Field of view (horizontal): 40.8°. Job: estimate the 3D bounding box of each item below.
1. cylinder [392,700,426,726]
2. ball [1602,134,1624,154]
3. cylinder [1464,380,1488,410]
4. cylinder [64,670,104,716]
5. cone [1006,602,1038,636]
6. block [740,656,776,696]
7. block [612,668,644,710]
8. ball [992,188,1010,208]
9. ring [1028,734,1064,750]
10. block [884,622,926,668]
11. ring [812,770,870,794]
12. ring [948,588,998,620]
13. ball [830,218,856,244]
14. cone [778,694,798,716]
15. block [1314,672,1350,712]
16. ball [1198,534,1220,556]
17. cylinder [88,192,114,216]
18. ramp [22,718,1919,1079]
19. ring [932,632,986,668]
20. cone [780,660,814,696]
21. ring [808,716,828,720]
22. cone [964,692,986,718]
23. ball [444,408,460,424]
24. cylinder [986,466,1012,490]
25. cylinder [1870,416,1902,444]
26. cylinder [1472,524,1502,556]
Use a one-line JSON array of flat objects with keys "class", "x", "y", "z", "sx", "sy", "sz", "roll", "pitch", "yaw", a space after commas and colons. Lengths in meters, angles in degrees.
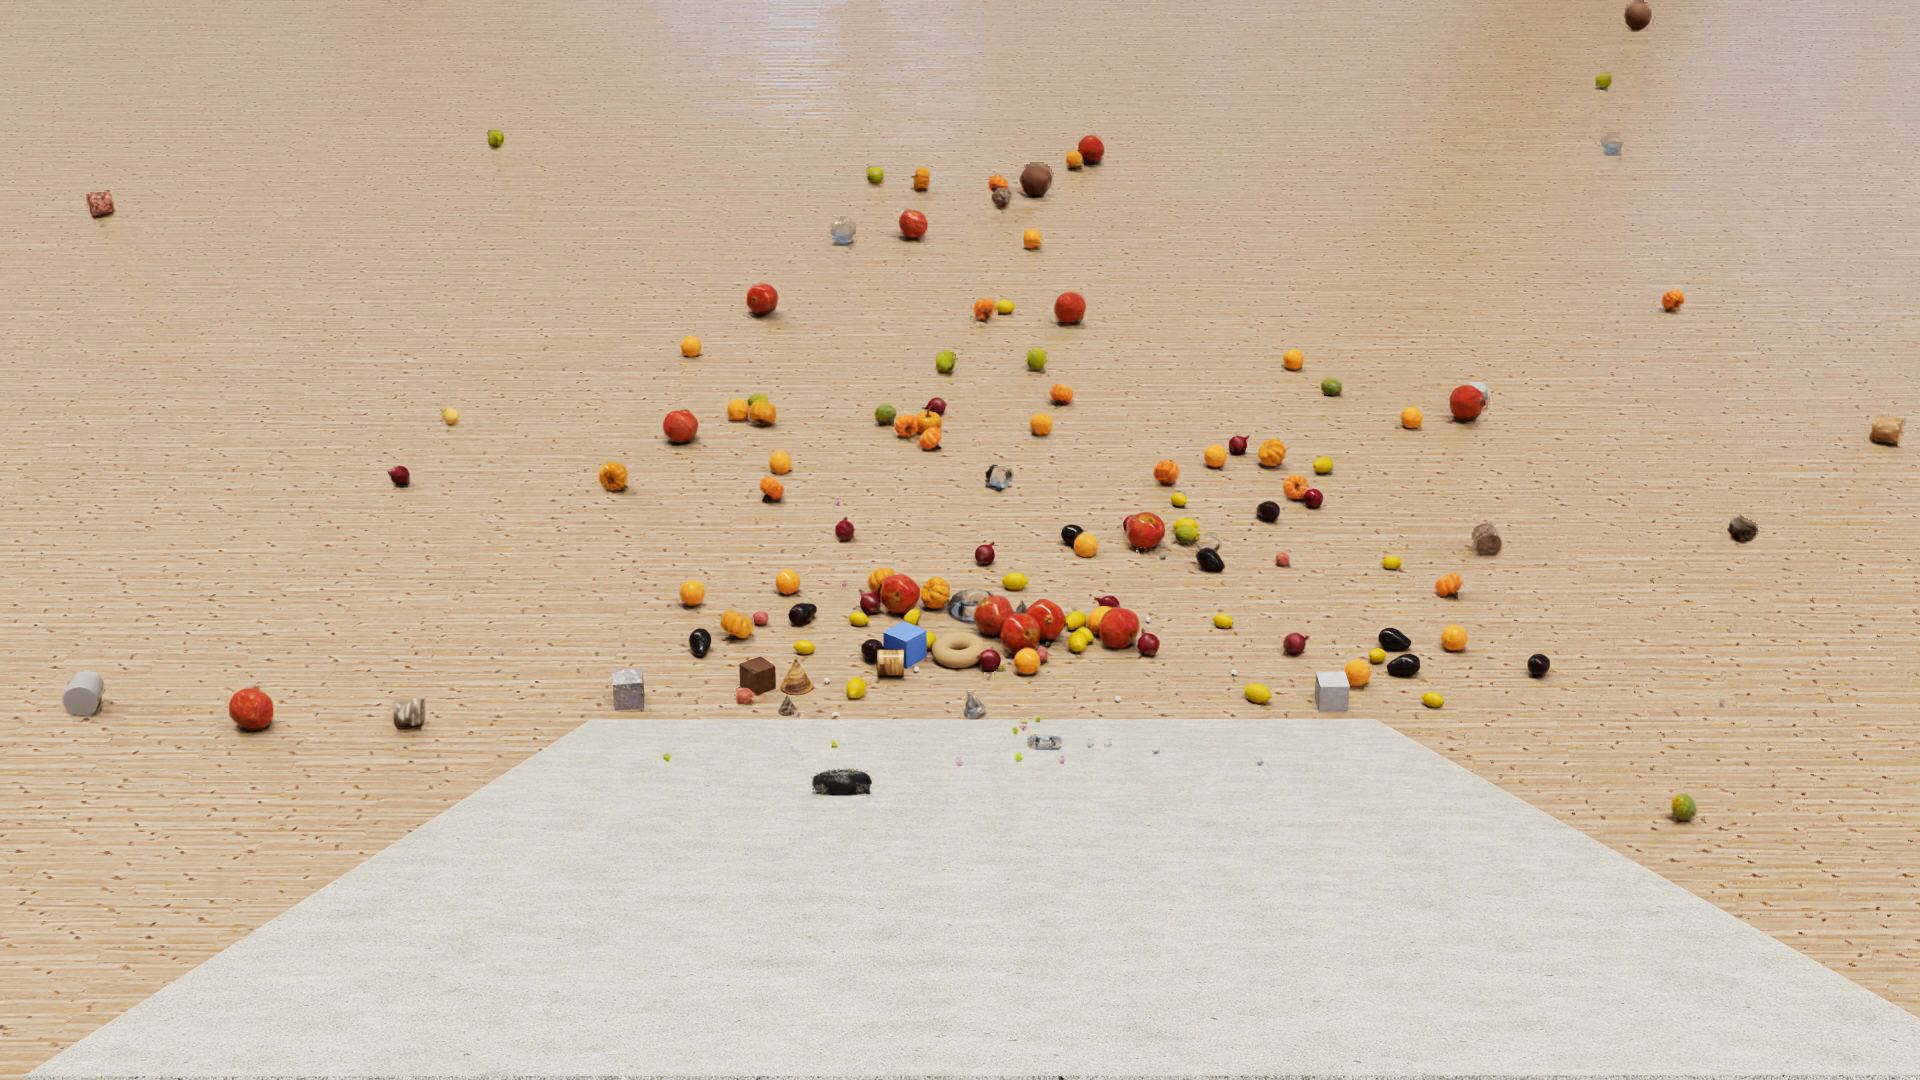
[{"class": "cylinder", "x": -1.434, "y": 0.449, "z": 6.720, "sx": 0.070, "sy": 0.070, "sz": 0.070, "roll": 0, "pitch": 27, "yaw": 0}, {"class": "ball", "x": 2.761, "y": -1.676, "z": 10.922, "sx": 0.086, "sy": 0.086, "sz": 0.086, "roll": 0, "pitch": 27, "yaw": 0}, {"class": "cylinder", "x": 1.712, "y": -0.480, "z": 8.560, "sx": 0.073, "sy": 0.073, "sz": 0.073, "roll": 7, "pitch": 28, "yaw": 14}, {"class": "cylinder", "x": -2.304, "y": 0.403, "z": 6.791, "sx": 0.087, "sy": 0.087, "sz": 0.087, "roll": -2, "pitch": 27, "yaw": -5}, {"class": "cone", "x": 0.172, "y": 0.206, "z": 7.178, "sx": 0.092, "sy": 0.092, "sz": 0.092, "roll": 0, "pitch": 27, "yaw": 0}, {"class": "block", "x": -0.540, "y": 0.363, "z": 6.890, "sx": 0.069, "sy": 0.069, "sz": 0.069, "roll": -19, "pitch": 33, "yaw": -33}, {"class": "block", "x": -0.876, "y": 0.394, "z": 6.819, "sx": 0.078, "sy": 0.078, "sz": 0.078, "roll": -3, "pitch": 27, "yaw": -6}, {"class": "ball", "x": 0.165, "y": -1.369, "z": 10.321, "sx": 0.077, "sy": 0.077, "sz": 0.077, "roll": 0, "pitch": 27, "yaw": 0}, {"class": "ring", "x": 0.193, "y": 0.458, "z": 5.845, "sx": 0.083, "sy": 0.028, "sz": 0.083, "roll": -1, "pitch": 1, "yaw": 0}, {"class": "block", "x": -0.149, "y": 0.285, "z": 7.029, "sx": 0.084, "sy": 0.084, "sz": 0.084, "roll": 21, "pitch": 33, "yaw": 35}, {"class": "ring", "x": -0.230, "y": 0.469, "z": 4.995, "sx": 0.116, "sy": 0.039, "sz": 0.116, "roll": -1, "pitch": 2, "yaw": 0}, {"class": "ring", "x": 0.038, "y": 0.182, "z": 7.276, "sx": 0.141, "sy": 0.047, "sz": 0.141, "roll": -1, "pitch": 27, "yaw": 1}, {"class": "ball", "x": -0.451, "y": -1.189, "z": 9.942, "sx": 0.097, "sy": 0.097, "sz": 0.097, "roll": 0, "pitch": 27, "yaw": 0}, {"class": "cone", "x": -0.453, "y": 0.428, "z": 6.782, "sx": 0.051, "sy": 0.051, "sz": 0.051, "roll": 0, "pitch": 27, "yaw": 0}, {"class": "block", "x": 0.981, "y": 0.401, "z": 6.808, "sx": 0.077, "sy": 0.077, "sz": 0.077, "roll": -1, "pitch": 27, "yaw": -1}, {"class": "ball", "x": 0.731, "y": 0.014, "z": 7.587, "sx": 0.066, "sy": 0.066, "sz": 0.066, "roll": 0, "pitch": 27, "yaw": 0}, {"class": "cylinder", "x": -3.406, "y": -1.331, "z": 10.235, "sx": 0.085, "sy": 0.085, "sz": 0.085, "roll": -12, "pitch": 29, "yaw": -24}, {"class": "ramp", "x": 0.061, "y": 0.546, "z": 4.582, "sx": 2.000, "sy": 0.100, "sz": 4.000, "roll": 0, "pitch": 1, "yaw": 0}, {"class": "ring", "x": -0.004, "y": 0.300, "z": 7.039, "sx": 0.149, "sy": 0.050, "sz": 0.149, "roll": -1, "pitch": 28, "yaw": 0}, {"class": "cone", "x": -0.437, "y": 0.353, "z": 6.887, "sx": 0.090, "sy": 0.090, "sz": 0.090, "roll": 0, "pitch": 27, "yaw": 0}, {"class": "ring", "x": -0.370, "y": 0.485, "z": 6.696, "sx": 0.080, "sy": 0.027, "sz": 0.080, "roll": -1, "pitch": 28, "yaw": 1}, {"class": "cone", "x": 0.031, "y": 0.423, "z": 6.764, "sx": 0.061, "sy": 0.061, "sz": 0.061, "roll": -14, "pitch": 21, "yaw": 6}, {"class": "ball", "x": -1.663, "y": -0.405, "z": 8.437, "sx": 0.051, "sy": 0.051, "sz": 0.051, "roll": 0, "pitch": 27, "yaw": 0}, {"class": "cylinder", "x": 0.120, "y": -0.194, "z": 8.007, "sx": 0.060, "sy": 0.060, "sz": 0.060, "roll": 18, "pitch": 32, "yaw": 31}, {"class": "cylinder", "x": 2.978, "y": -0.353, "z": 8.298, "sx": 0.082, "sy": 0.082, "sz": 0.082, "roll": 14, "pitch": 30, "yaw": 25}, {"class": "cylinder", "x": 1.552, "y": -0.001, "z": 7.609, "sx": 0.073, "sy": 0.073, "sz": 0.073, "roll": -1, "pitch": 27, "yaw": -1}]
